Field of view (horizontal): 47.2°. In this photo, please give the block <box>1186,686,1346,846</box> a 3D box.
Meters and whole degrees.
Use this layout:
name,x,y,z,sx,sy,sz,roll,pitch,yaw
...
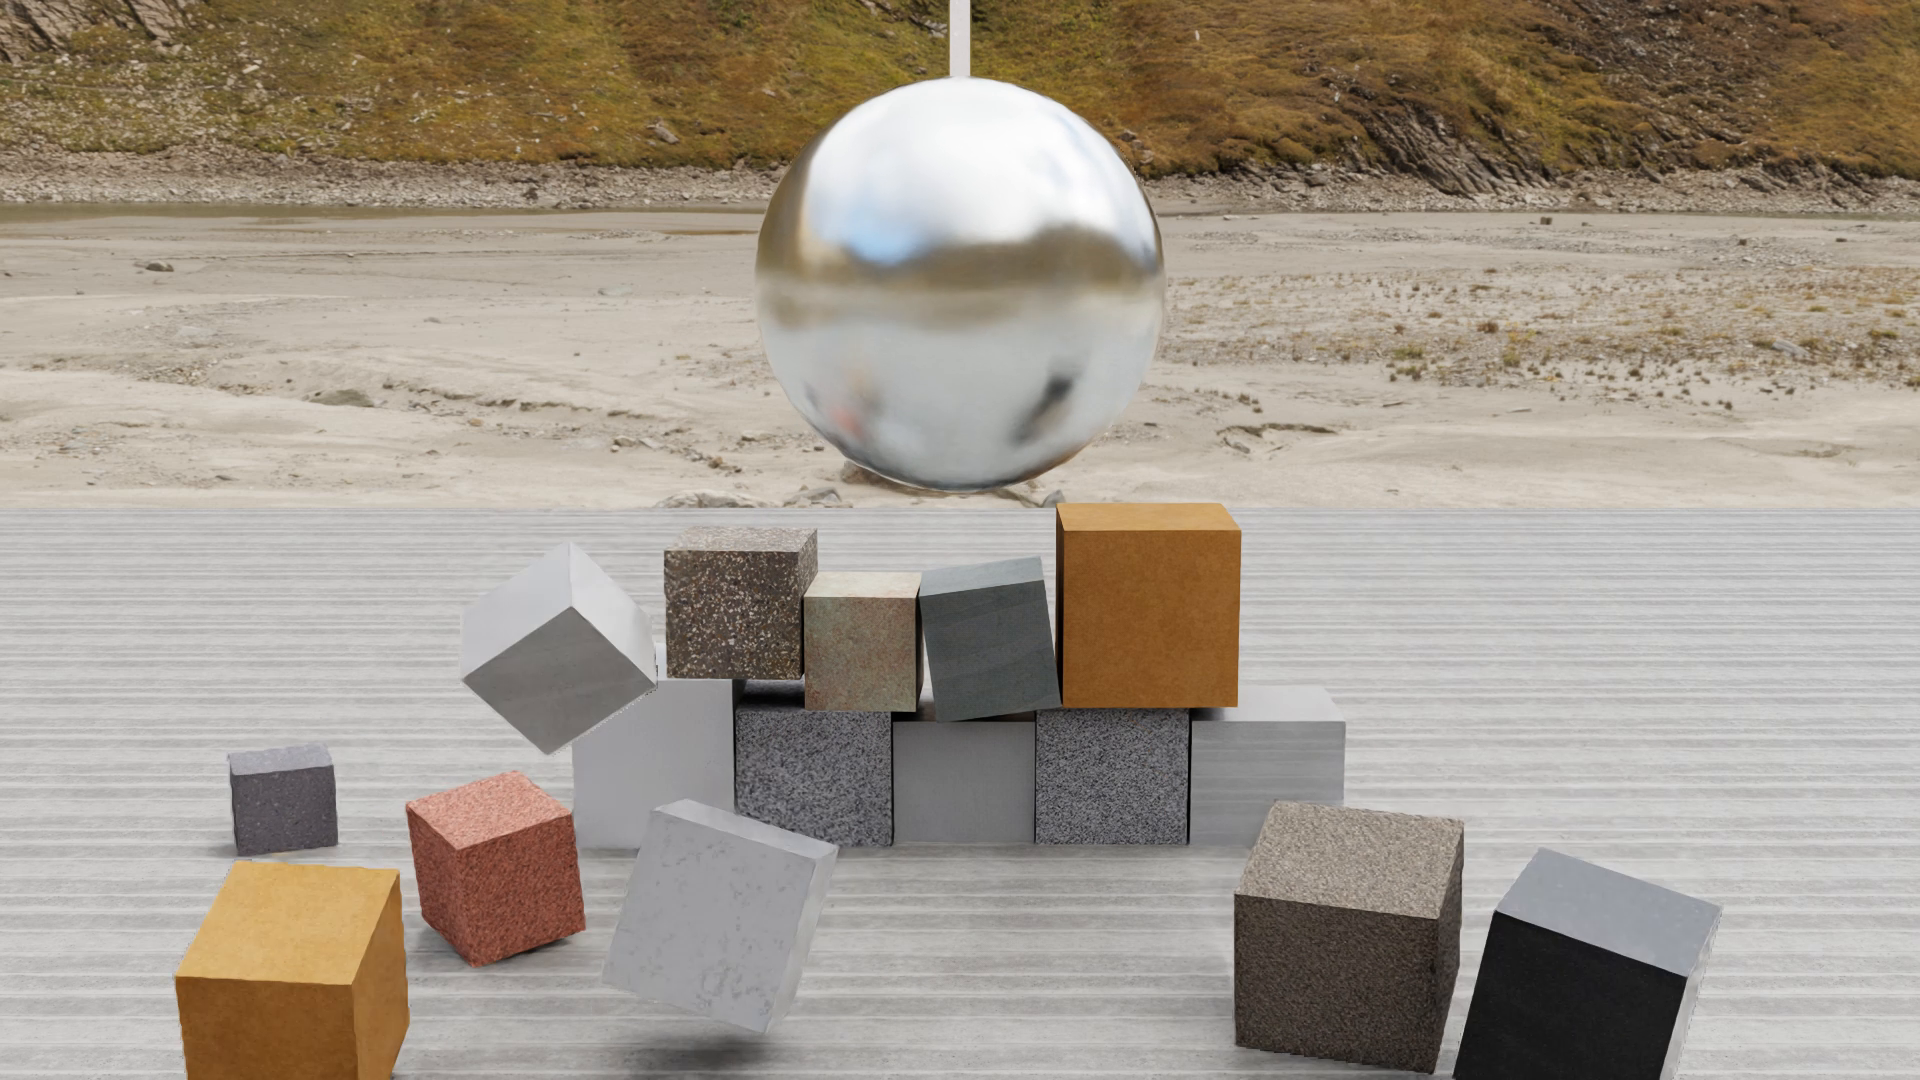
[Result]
name,x,y,z,sx,sy,sz,roll,pitch,yaw
block,1.543,1.158,11.391,0.769,0.647,0.723,0,10,0

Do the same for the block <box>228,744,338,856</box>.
name,x,y,z,sx,sy,sz,roll,pitch,yaw
block,-3.428,1.313,11.144,0.480,0.420,0.409,-4,12,-21

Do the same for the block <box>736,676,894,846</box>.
name,x,y,z,sx,sy,sz,roll,pitch,yaw
block,-0.732,1.132,11.382,0.772,0.700,0.758,0,10,0

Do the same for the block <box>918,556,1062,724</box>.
name,x,y,z,sx,sy,sz,roll,pitch,yaw
block,0.152,0.492,11.112,0.619,0.646,0.638,-8,10,2

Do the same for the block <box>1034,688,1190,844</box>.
name,x,y,z,sx,sy,sz,roll,pitch,yaw
block,0.764,1.113,11.392,0.761,0.734,0.719,0,10,0

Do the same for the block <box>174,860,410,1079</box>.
name,x,y,z,sx,sy,sz,roll,pitch,yaw
block,-2.380,1.659,7.920,0.597,0.705,0.678,3,26,-1

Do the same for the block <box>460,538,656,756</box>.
name,x,y,z,sx,sy,sz,roll,pitch,yaw
block,-1.461,0.391,7.998,0.502,0.473,0.406,-33,35,12

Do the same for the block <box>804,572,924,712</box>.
name,x,y,z,sx,sy,sz,roll,pitch,yaw
block,-0.480,0.510,11.225,0.553,0.580,0.636,1,10,3

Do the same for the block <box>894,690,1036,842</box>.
name,x,y,z,sx,sy,sz,roll,pitch,yaw
block,0.021,1.165,11.398,0.713,0.630,0.631,0,10,0

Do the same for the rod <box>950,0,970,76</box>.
name,x,y,z,sx,sy,sz,roll,pitch,yaw
rod,0.000,-4.289,9.332,0.080,5.200,0.080,0,-14,0

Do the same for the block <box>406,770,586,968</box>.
name,x,y,z,sx,sy,sz,roll,pitch,yaw
block,-2.052,1.442,9.722,0.531,0.567,0.595,-15,22,-31

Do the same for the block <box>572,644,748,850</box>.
name,x,y,z,sx,sy,sz,roll,pitch,yaw
block,-1.527,1.051,11.351,0.799,0.872,0.816,0,10,0

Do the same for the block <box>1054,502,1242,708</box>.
name,x,y,z,sx,sy,sz,roll,pitch,yaw
block,0.940,0.318,11.222,0.866,0.892,0.822,0,10,0

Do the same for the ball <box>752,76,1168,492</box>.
name,x,y,z,sx,sy,sz,roll,pitch,yaw
ball,0.000,-0.984,8.536,1.600,1.600,1.600,0,10,0

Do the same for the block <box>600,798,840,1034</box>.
name,x,y,z,sx,sy,sz,roll,pitch,yaw
block,-0.914,1.439,8.520,0.652,0.669,0.663,16,-2,5

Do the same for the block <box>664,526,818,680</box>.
name,x,y,z,sx,sy,sz,roll,pitch,yaw
block,-1.099,0.311,11.175,0.666,0.647,0.682,1,10,4

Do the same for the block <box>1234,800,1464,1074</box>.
name,x,y,z,sx,sy,sz,roll,pitch,yaw
block,1.550,1.552,8.718,0.768,0.680,0.784,4,22,19

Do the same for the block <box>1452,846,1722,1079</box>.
name,x,y,z,sx,sy,sz,roll,pitch,yaw
block,2.258,1.625,7.908,0.669,0.671,0.694,17,19,24
